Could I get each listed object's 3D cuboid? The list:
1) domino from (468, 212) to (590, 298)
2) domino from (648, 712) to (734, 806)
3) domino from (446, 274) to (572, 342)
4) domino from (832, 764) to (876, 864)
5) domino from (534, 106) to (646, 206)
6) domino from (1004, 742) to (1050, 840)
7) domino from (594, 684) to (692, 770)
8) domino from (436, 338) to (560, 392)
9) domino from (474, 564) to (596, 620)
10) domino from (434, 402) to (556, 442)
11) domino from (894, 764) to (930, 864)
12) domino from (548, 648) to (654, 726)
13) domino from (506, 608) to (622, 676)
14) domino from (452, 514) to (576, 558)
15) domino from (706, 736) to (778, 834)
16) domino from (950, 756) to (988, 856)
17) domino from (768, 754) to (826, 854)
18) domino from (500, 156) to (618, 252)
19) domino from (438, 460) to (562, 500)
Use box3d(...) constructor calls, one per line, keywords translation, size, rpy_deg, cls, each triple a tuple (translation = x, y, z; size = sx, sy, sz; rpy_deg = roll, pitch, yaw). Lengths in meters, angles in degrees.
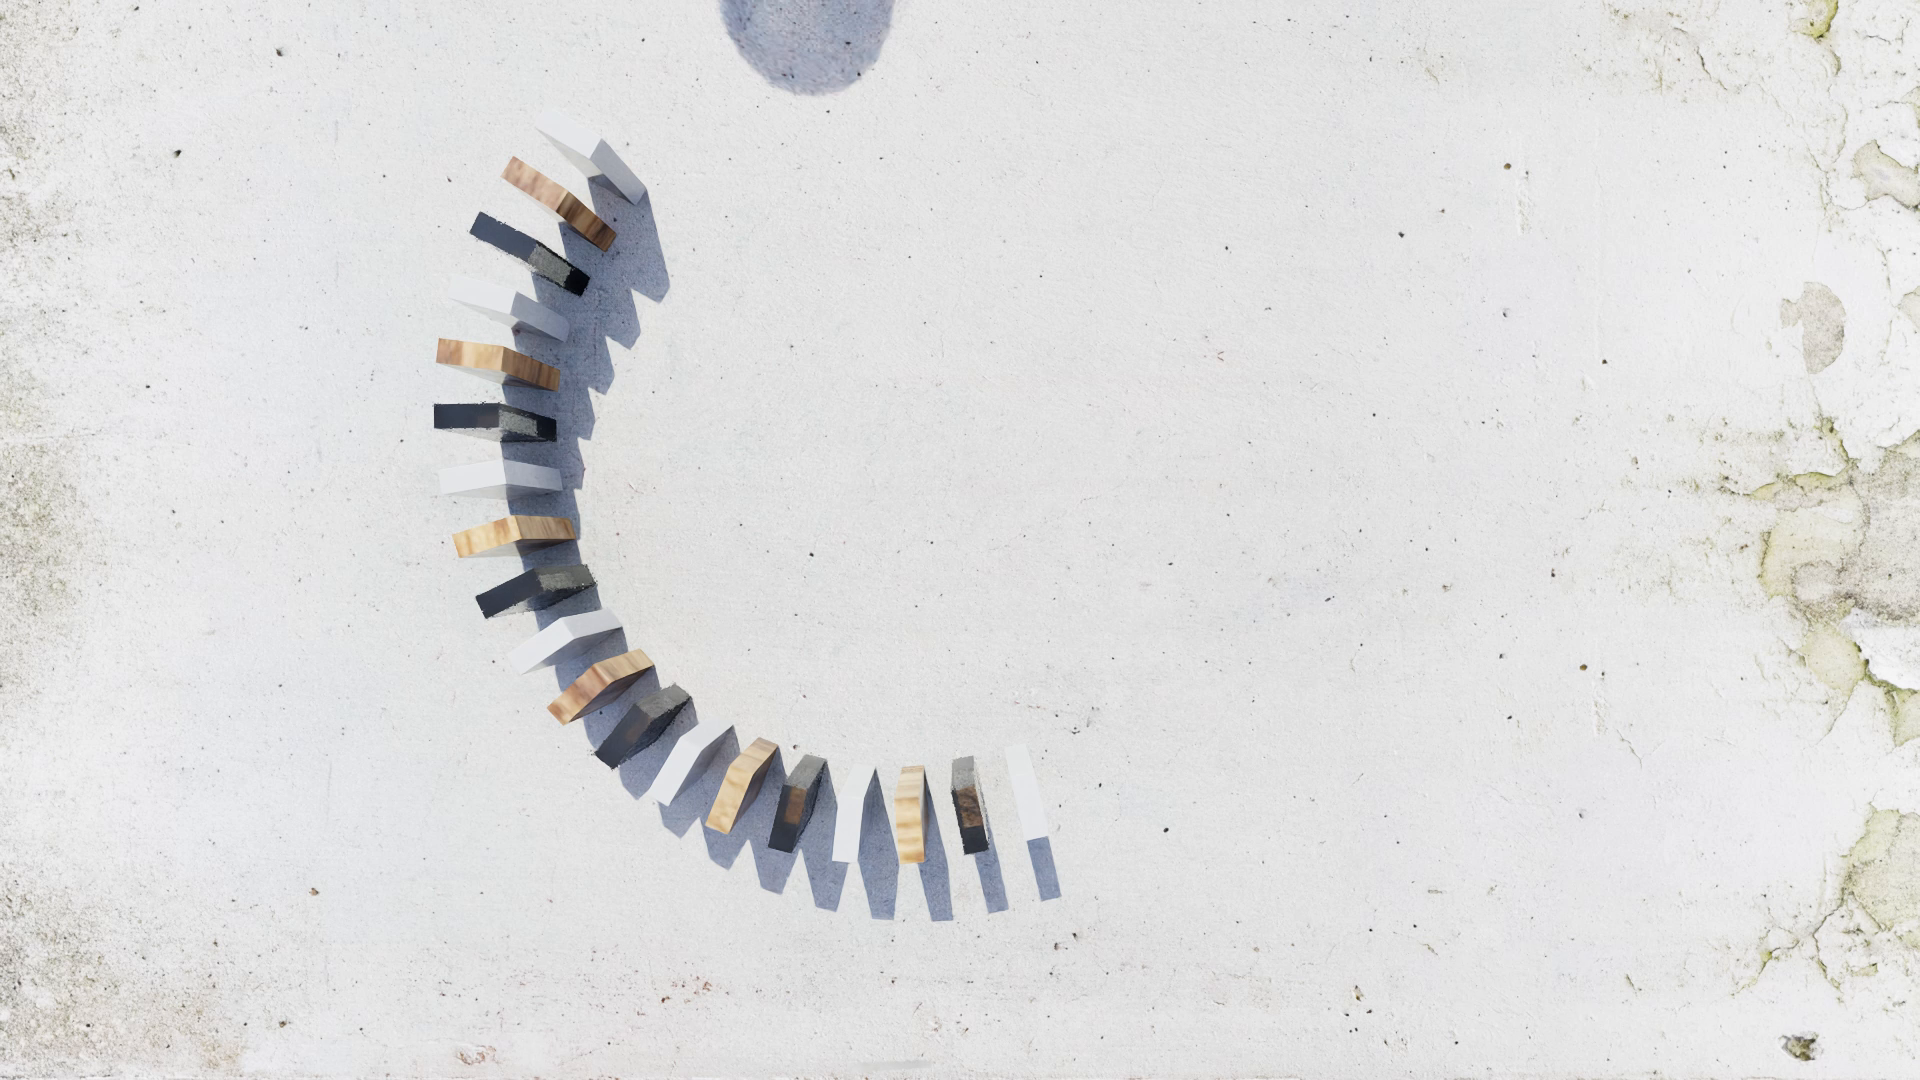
box3d(translation=(-0.174, -0.116, 0.375), size=(0.025, 0.050, 0.009), rpy_deg=(27, 90, 0), cls="domino")
box3d(translation=(-0.109, 0.089, 0.375), size=(0.010, 0.050, 0.025), rpy_deg=(31, 90, 0), cls="domino")
box3d(translation=(-0.183, -0.094, 0.375), size=(0.025, 0.050, 0.009), rpy_deg=(15, 90, 0), cls="domino")
box3d(translation=(-0.043, 0.111, 0.375), size=(0.010, 0.050, 0.025), rpy_deg=(6, 90, 0), cls="domino")
box3d(translation=(-0.150, -0.156, 0.375), size=(0.025, 0.050, 0.009), rpy_deg=(30, 90, 0), cls="domino")
box3d(translation=(0.027, 0.102, 0.375), size=(0.009, 0.050, 0.025), rpy_deg=(-13, 90, 0), cls="domino")
box3d(translation=(-0.129, 0.075, 0.375), size=(0.010, 0.050, 0.025), rpy_deg=(39, 90, 0), cls="domino")
box3d(translation=(-0.187, -0.071, 0.375), size=(0.025, 0.050, 0.009), rpy_deg=(7, 90, 0), cls="domino")
box3d(translation=(-0.172, 0.021, 0.375), size=(0.025, 0.050, 0.009), rpy_deg=(-26, 90, 0), cls="domino")
box3d(translation=(-0.189, -0.047, 0.375), size=(0.025, 0.050, 0.009), rpy_deg=(-1, 90, 0), cls="domino")
box3d(translation=(-0.019, 0.111, 0.375), size=(0.009, 0.050, 0.025), rpy_deg=(-5, 90, 0), cls="domino")
box3d(translation=(-0.146, 0.059, 0.375), size=(0.025, 0.050, 0.009), rpy_deg=(-42, 90, 0), cls="domino")
box3d(translation=(-0.160, 0.041, 0.375), size=(0.025, 0.050, 0.010), rpy_deg=(-34, 90, 0), cls="domino")
box3d(translation=(-0.181, -0.001, 0.375), size=(0.025, 0.050, 0.010), rpy_deg=(-18, 90, 0), cls="domino")
box3d(translation=(-0.088, 0.099, 0.375), size=(0.009, 0.050, 0.025), rpy_deg=(22, 90, 0), cls="domino")
box3d(translation=(0.004, 0.107, 0.375), size=(0.009, 0.050, 0.025), rpy_deg=(-12, 90, 0), cls="domino")
box3d(translation=(-0.066, 0.106, 0.375), size=(0.009, 0.050, 0.025), rpy_deg=(14, 90, 0), cls="domino")
box3d(translation=(-0.163, -0.136, 0.375), size=(0.025, 0.050, 0.009), rpy_deg=(32, 90, 0), cls="domino")
box3d(translation=(-0.186, -0.024, 0.375), size=(0.025, 0.050, 0.010), rpy_deg=(-10, 90, 0), cls="domino")
